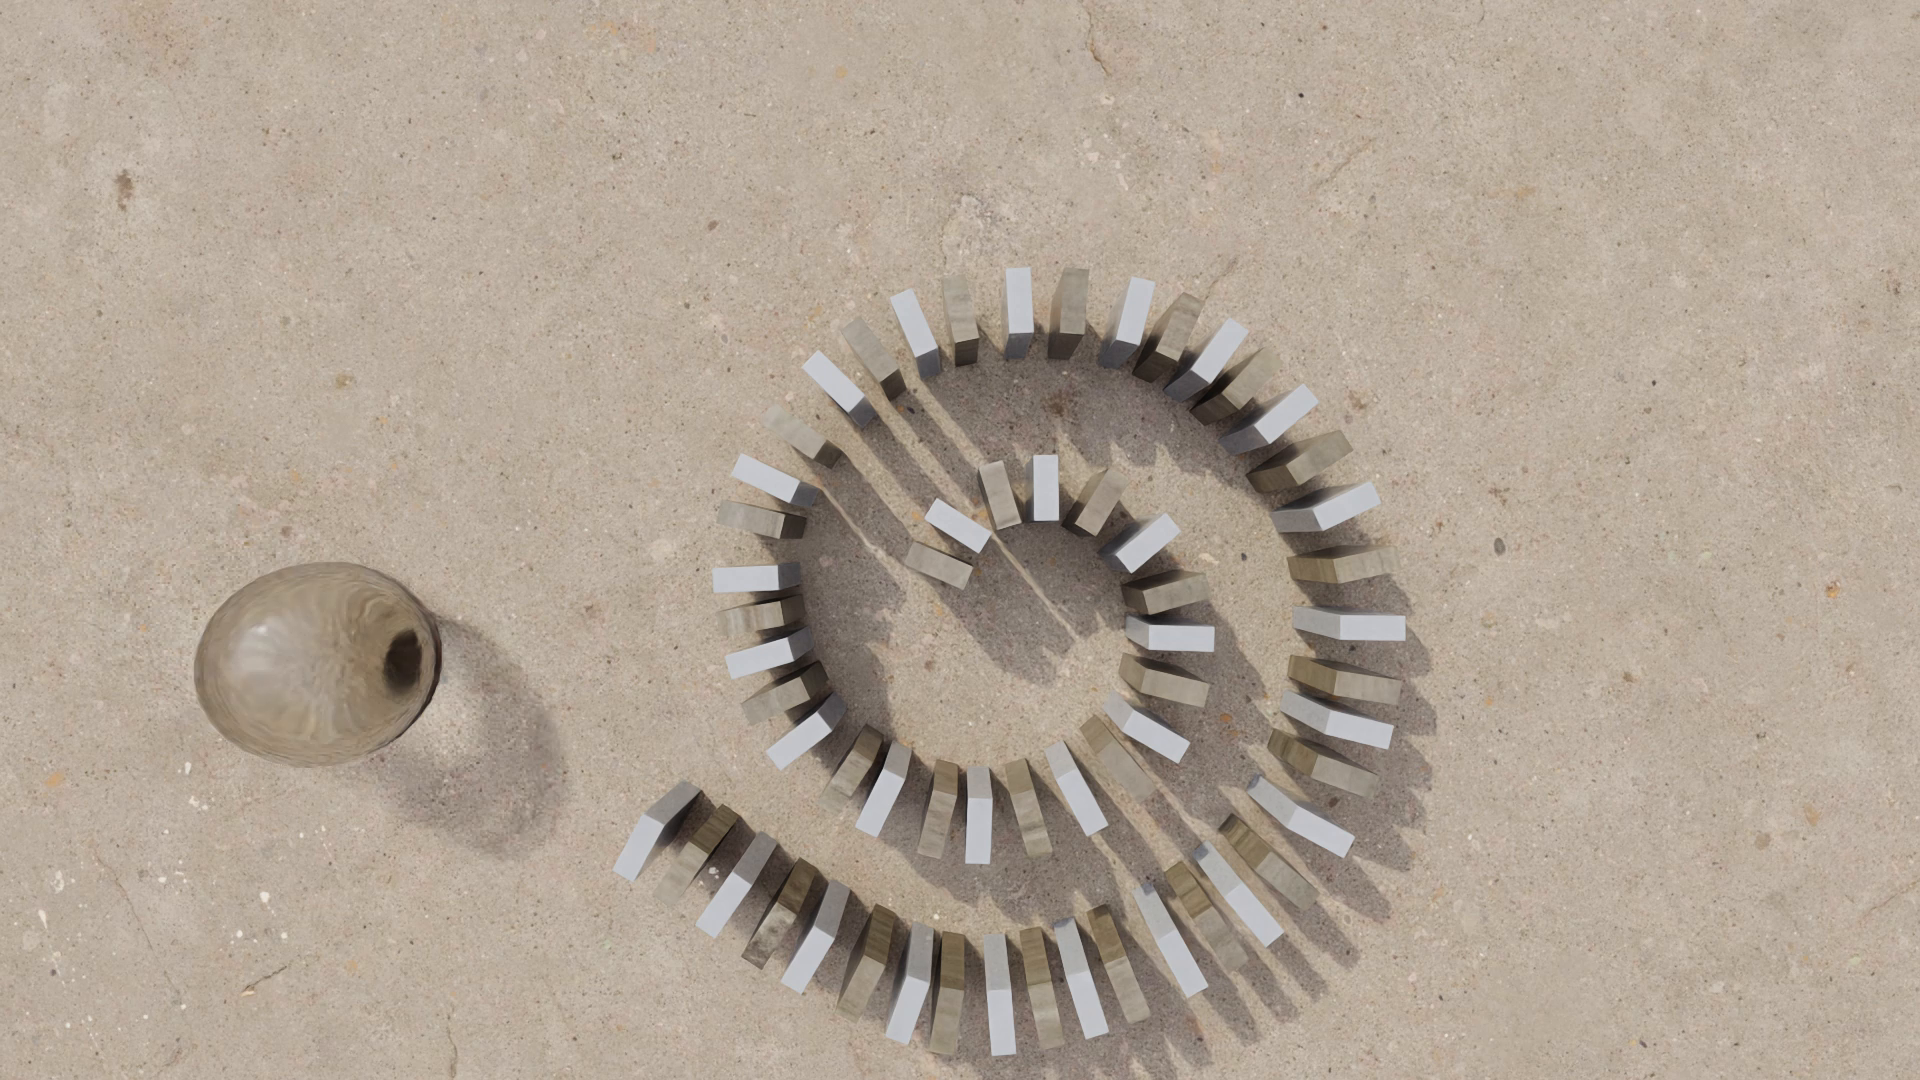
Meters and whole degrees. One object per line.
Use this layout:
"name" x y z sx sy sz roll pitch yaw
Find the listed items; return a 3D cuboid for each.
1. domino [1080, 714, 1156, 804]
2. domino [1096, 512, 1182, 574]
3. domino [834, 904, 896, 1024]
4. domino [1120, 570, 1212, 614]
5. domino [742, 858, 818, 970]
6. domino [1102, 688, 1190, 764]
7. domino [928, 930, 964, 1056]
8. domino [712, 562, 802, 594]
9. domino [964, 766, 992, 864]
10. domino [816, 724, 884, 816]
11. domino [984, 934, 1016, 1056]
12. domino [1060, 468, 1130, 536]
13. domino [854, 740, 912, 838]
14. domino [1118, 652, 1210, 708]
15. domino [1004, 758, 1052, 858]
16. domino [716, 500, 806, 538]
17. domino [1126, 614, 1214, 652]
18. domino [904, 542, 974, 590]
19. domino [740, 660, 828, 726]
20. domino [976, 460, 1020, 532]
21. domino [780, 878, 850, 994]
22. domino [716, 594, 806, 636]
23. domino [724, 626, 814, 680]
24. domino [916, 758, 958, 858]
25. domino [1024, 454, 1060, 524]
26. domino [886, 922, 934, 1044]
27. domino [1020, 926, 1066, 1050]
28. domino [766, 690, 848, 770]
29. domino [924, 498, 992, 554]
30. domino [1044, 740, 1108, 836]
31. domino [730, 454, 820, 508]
"domino" 0.064 0.088 0.375 0.010 0.050 0.025 -41 90 0
"domino" 0.072 0.001 0.375 0.025 0.050 0.009 -40 90 0
"domino" -0.038 0.172 0.375 0.009 0.050 0.025 27 90 0
"domino" 0.083 0.021 0.375 0.025 0.050 0.010 -16 90 0
"domino" -0.073 0.151 0.375 0.009 0.050 0.025 33 90 0
"domino" 0.075 0.075 0.375 0.025 0.050 0.010 30 90 0
"domino" -0.005 0.184 0.375 0.009 0.050 0.025 10 90 0
"domino" -0.082 0.015 0.375 0.025 0.050 0.009 -3 90 0
"domino" 0.007 0.111 0.375 0.010 0.050 0.025 2 90 0
"domino" -0.044 0.093 0.375 0.009 0.050 0.025 34 90 0
"domino" 0.016 0.184 0.375 0.009 0.050 0.025 -5 90 0
"domino" 0.055 -0.014 0.375 0.009 0.050 0.025 32 90 0
"domino" -0.031 0.101 0.375 0.010 0.050 0.025 26 90 0
"domino" 0.082 0.057 0.375 0.025 0.050 0.009 14 90 0
"domino" 0.027 0.108 0.375 0.009 0.050 0.025 -17 90 0
"domino" -0.080 -0.008 0.375 0.025 0.050 0.010 14 90 0
"domino" 0.085 0.038 0.375 0.025 0.050 0.009 2 90 0
"domino" -0.008 0.010 0.375 0.025 0.050 0.009 23 90 0
"domino" -0.071 0.062 0.375 0.025 0.050 0.009 -25 90 0
"domino" 0.015 -0.017 0.375 0.009 0.050 0.025 -17 90 0
"domino" -0.058 0.161 0.375 0.010 0.050 0.025 31 90 0
"domino" -0.080 0.030 0.375 0.025 0.050 0.009 -10 90 0
"domino" -0.077 0.045 0.375 0.025 0.050 0.009 -17 90 0
"domino" -0.009 0.109 0.375 0.009 0.050 0.025 15 90 0
"domino" 0.033 -0.020 0.375 0.009 0.050 0.025 -1 90 0
"domino" -0.020 0.180 0.375 0.009 0.050 0.025 20 90 0
"domino" 0.033 0.182 0.375 0.009 0.050 0.025 -12 90 0
"domino" -0.062 0.077 0.375 0.025 0.050 0.009 -38 90 0
"domino" -0.001 -0.005 0.375 0.025 0.050 0.009 32 90 0
"domino" 0.047 0.100 0.375 0.010 0.050 0.025 -29 90 0
"domino" -0.074 -0.024 0.375 0.025 0.050 0.009 25 90 0
